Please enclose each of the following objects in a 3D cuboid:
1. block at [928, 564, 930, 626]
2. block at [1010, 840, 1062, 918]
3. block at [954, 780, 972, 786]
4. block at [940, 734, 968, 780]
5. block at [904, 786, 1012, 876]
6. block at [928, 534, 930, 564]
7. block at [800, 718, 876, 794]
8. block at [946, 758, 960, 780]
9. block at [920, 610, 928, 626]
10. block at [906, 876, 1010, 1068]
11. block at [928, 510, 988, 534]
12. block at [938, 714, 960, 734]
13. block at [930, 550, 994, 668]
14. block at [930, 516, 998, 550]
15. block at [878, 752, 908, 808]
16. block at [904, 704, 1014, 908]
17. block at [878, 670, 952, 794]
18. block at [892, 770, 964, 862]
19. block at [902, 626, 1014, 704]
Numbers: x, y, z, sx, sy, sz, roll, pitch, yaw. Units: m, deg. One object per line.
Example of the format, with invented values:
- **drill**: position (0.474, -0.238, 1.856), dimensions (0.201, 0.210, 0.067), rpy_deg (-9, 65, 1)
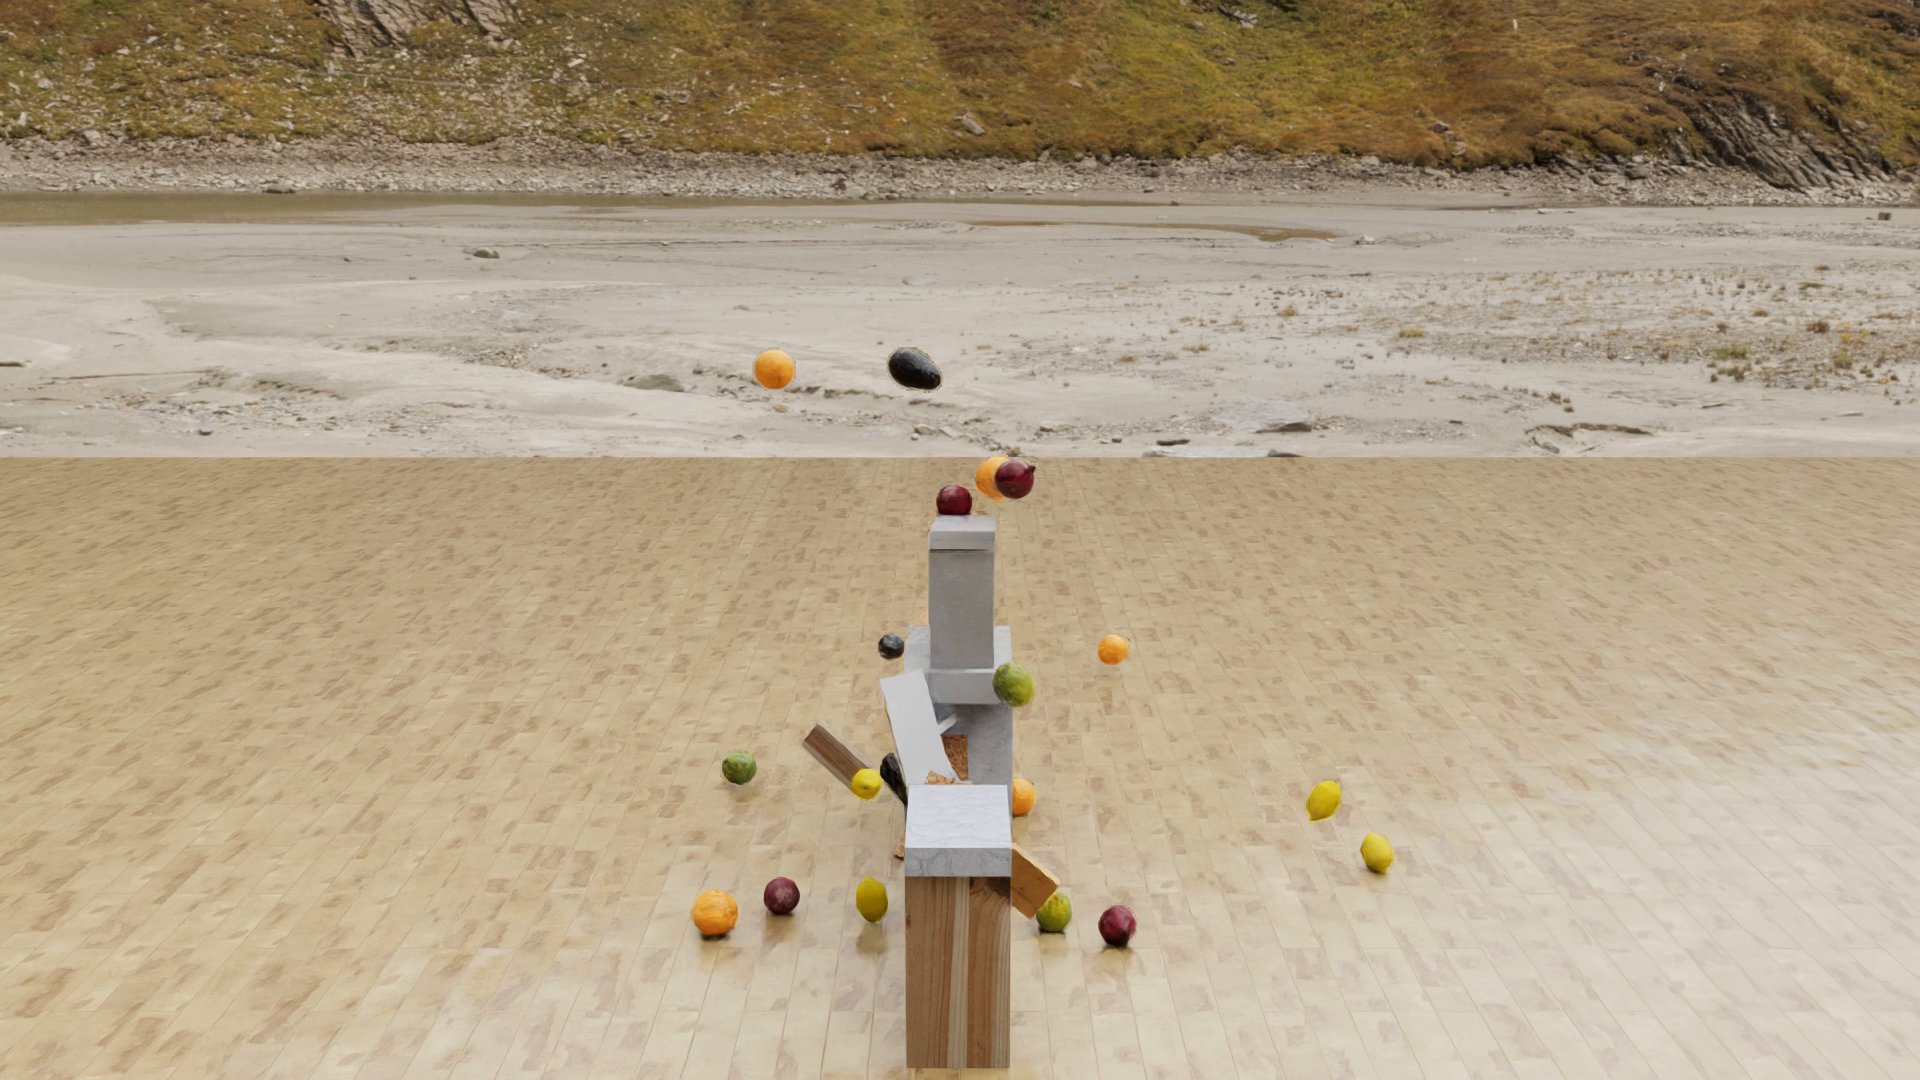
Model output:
- **block**: position (-0.003, 0.164, 3.893), dimensions (0.105, 0.318, 0.030), rpy_deg (0, 11, 0)
- **block**: position (0.071, 0.486, 3.236), dimensions (0.140, 0.070, 0.020), rpy_deg (39, 16, 2)
- **block**: position (-0.009, 0.445, 3.368), dimensions (0.058, 0.152, 0.016), rpy_deg (0, -19, -6)
- **block**: position (-0.011, 0.364, 3.548), dimensions (0.050, 0.099, 0.014), rpy_deg (-1, 1, 0)
- **block**: position (-0.003, 0.400, 3.042), dimensions (0.141, 0.040, 0.282), rpy_deg (0, 11, 0)
- **block**: position (-0.013, 0.015, 3.680), dimensions (0.078, 0.022, 0.156), rpy_deg (0, 11, -1)
- **block**: position (-0.192, 0.342, 3.477), dimensions (0.115, 0.058, 0.016), rpy_deg (41, 33, 6)
- **block**: position (-0.035, 0.370, 3.477), dimensions (0.049, 0.099, 0.014), rpy_deg (-36, -15, 22)
- **block**: position (-0.006, 0.182, 4.185), dimensions (0.143, 0.041, 0.286), rpy_deg (0, 11, 0)
- **block**: position (-0.003, 0.575, 2.979), dimensions (0.141, 0.282, 0.040), rpy_deg (0, 11, 0)
- **block**: position (-0.003, -0.020, 3.929), dimensions (0.105, 0.030, 0.211), rpy_deg (0, 11, 0)
- **block**: position (-0.047, 0.311, 3.499), dimensions (0.050, 0.014, 0.099), rpy_deg (-37, -4, 42)
- **block**: position (0.003, 0.107, 3.496), dimensions (0.101, 0.202, 0.029), rpy_deg (0, 22, 0)
- **block**: position (0.007, -0.013, 3.515), dimensions (0.101, 0.029, 0.203), rpy_deg (0, 8, 2)
- **block**: position (-0.082, 0.392, 3.448), dimensions (0.016, 0.058, 0.115), rpy_deg (-32, 69, -26)
- **block**: position (-0.002, 0.424, 3.592), dimensions (0.176, 0.352, 0.050), rpy_deg (0, 7, 0)
- **block**: position (-0.053, 0.350, 3.350), dimensions (0.070, 0.304, 0.020), rpy_deg (-11, -20, -14)
- **block**: position (-0.040, 0.424, 3.300), dimensions (0.070, 0.140, 0.020), rpy_deg (23, -23, 2)
- **block**: position (-0.002, 0.205, 3.668), dimensions (0.176, 0.050, 0.352), rpy_deg (0, 10, 0)
